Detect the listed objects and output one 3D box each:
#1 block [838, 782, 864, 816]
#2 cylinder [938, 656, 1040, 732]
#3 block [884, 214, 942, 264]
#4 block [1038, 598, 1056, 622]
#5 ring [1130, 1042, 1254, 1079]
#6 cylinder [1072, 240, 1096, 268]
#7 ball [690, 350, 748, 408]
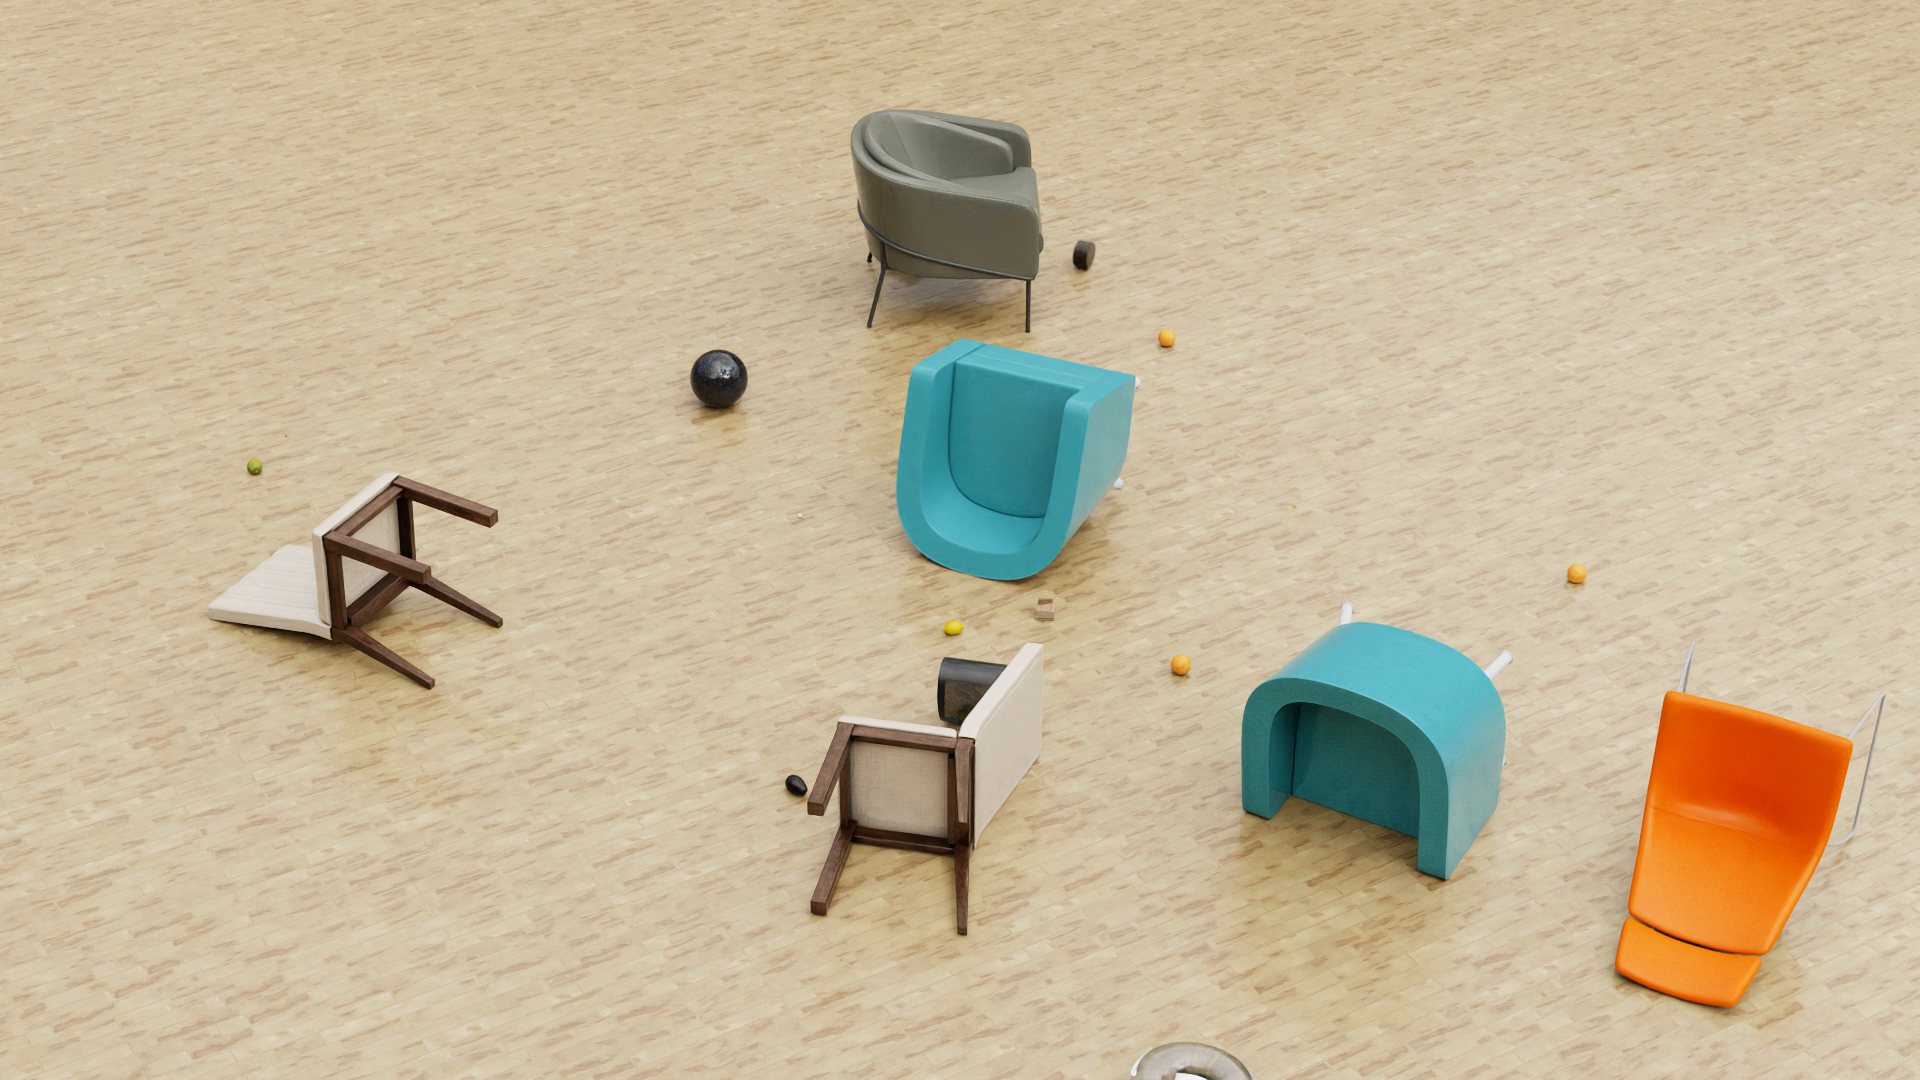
[{"bbox_3d":[-0.357,0.847,9.590,0.064,0.077,0.072,-13,36,-19],"label":"block"},{"bbox_3d":[0.096,0.522,9.902,0.308,0.289,0.191,7,58,10],"label":"cylinder"},{"bbox_3d":[-0.205,-1.319,12.845,0.153,0.111,0.209,24,40,32],"label":"block"},{"bbox_3d":[0.309,0.249,10.528,0.060,0.042,0.085,2,33,3],"label":"block"},{"bbox_3d":[0.675,1.585,8.450,0.394,0.099,0.348,23,41,32],"label":"ring"},{"bbox_3d":[0.538,-1.240,12.723,0.063,0.111,0.113,13,68,18],"label":"cylinder"},{"bbox_3d":[-0.963,-0.645,11.711,0.234,0.234,0.234,0,33,0],"label":"ball"}]
